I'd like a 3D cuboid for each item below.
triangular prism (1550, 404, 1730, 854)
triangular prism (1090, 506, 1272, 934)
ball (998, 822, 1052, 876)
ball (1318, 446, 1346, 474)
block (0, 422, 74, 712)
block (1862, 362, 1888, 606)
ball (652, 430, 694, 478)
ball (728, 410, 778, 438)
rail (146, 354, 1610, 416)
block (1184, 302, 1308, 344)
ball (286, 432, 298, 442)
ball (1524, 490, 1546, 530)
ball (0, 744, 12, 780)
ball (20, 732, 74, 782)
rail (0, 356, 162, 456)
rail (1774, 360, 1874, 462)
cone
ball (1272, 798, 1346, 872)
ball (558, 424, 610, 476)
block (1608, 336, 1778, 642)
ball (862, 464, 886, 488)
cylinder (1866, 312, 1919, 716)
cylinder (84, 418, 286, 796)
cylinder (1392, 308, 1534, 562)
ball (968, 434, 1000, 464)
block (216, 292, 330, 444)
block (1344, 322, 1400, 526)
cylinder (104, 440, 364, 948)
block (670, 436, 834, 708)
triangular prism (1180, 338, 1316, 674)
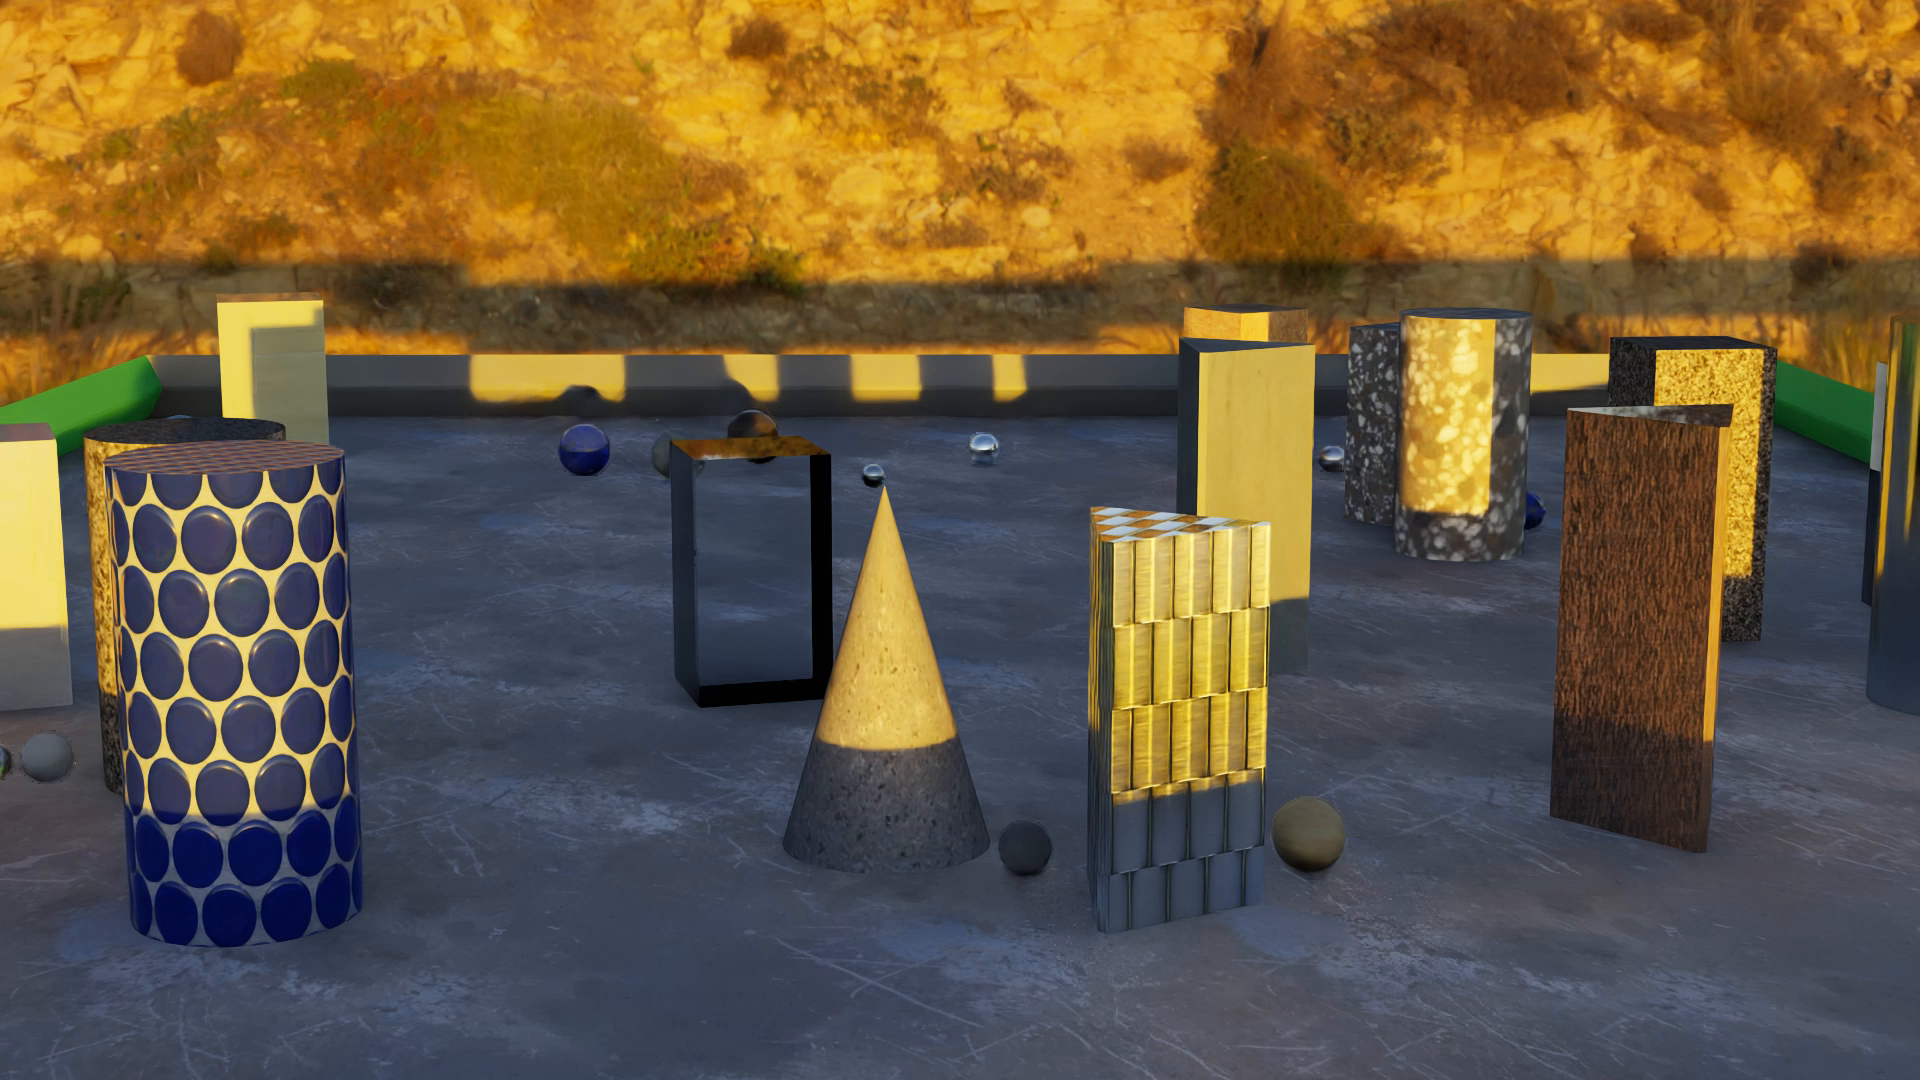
[{"bbox_3d":[0.692,0.075,2.475,0.148,0.402,0.171,-9,14,-41],"label":"triangular prism"},{"bbox_3d":[0.157,0.148,2.254,0.171,0.338,0.148,-6,12,-30],"label":"triangular prism"},{"bbox_3d":[0.059,0.281,2.335,0.048,0.048,0.048,0,10,0],"label":"ball"},{"bbox_3d":[0.673,-0.146,4.633,0.050,0.050,0.050,0,10,0],"label":"ball"},{"bbox_3d":[-1.126,0.030,2.973,0.158,0.308,0.158,-4,11,-22],"label":"block"},{"bbox_3d":[1.321,-0.065,3.424,0.158,0.331,0.158,0,10,-2],"label":"block"},{"bbox_3d":[-0.506,-0.151,4.562,0.087,0.087,0.087,0,10,0],"label":"ball"},{"bbox_3d":[-0.388,-0.197,4.790,0.093,0.093,0.093,0,10,0],"label":"ball"},{"bbox_3d":[-0.011,-0.321,5.357,3.382,0.128,0.045,0,10,0],"label":"rail"},{"bbox_3d":[0.516,-0.274,4.656,0.158,0.294,0.158,-7,13,-34],"label":"block"},{"bbox_3d":[-1.198,-0.143,4.488,0.099,0.099,0.099,0,10,0],"label":"ball"},{"bbox_3d":[0.893,-0.046,4.059,0.064,0.064,0.064,0,10,0],"label":"ball"},{"bbox_3d":[-0.997,0.228,2.638,0.042,0.042,0.042,0,10,0],"label":"ball"},{"bbox_3d":[-0.938,0.223,2.637,0.051,0.051,0.051,0,10,0],"label":"ball"},{"bbox_3d":[-1.667,0.035,3.439,0.045,0.128,3.929,0,10,0],"label":"rail"},{"bbox_3d":[1.667,0.031,3.458,0.045,0.128,3.929,0,10,0],"label":"rail"},{"bbox_3d":[-0.070,0.118,2.405,0.197,0.344,0.197,0,10,0],"label":"cone"},{"bbox_3d":[0.319,0.270,2.344,0.067,0.067,0.067,0,10,0],"label":"ball"},{"bbox_3d":[-0.673,-0.161,4.598,0.093,0.093,0.093,0,10,0],"label":"ball"},{"bbox_3d":[0.938,-0.068,3.319,0.158,0.376,0.158,-1,11,-7],"label":"block"},{"bbox_3d":[-0.151,-0.111,4.472,0.041,0.041,0.041,0,10,0],"label":"ball"},{"bbox_3d":[1.155,-0.031,2.936,0.197,0.442,0.197,0,10,0],"label":"cylinder"},{"bbox_3d":[-0.786,0.066,2.635,0.197,0.361,0.197,0,10,0],"label":"cylinder"},{"bbox_3d":[0.758,-0.163,3.875,0.197,0.360,0.197,0,10,0],"label":"cylinder"},{"bbox_3d":[0.045,-0.168,4.731,0.057,0.057,0.057,0,10,0],"label":"ball"},{"bbox_3d":[-1.086,-0.201,4.065,0.158,0.366,0.158,-3,11,-16],"label":"block"},{"bbox_3d":[0.737,-0.187,4.140,0.158,0.312,0.158,-9,14,-40],"label":"block"},{"bbox_3d":[-0.621,0.126,2.205,0.197,0.400,0.197,0,10,0],"label":"cylinder"},{"bbox_3d":[-0.246,0.034,3.014,0.158,0.288,0.158,-3,11,-16],"label":"block"},{"bbox_3d":[0.312,-0.041,3.116,0.171,0.397,0.148,-7,13,-33],"label":"triangular prism"}]
